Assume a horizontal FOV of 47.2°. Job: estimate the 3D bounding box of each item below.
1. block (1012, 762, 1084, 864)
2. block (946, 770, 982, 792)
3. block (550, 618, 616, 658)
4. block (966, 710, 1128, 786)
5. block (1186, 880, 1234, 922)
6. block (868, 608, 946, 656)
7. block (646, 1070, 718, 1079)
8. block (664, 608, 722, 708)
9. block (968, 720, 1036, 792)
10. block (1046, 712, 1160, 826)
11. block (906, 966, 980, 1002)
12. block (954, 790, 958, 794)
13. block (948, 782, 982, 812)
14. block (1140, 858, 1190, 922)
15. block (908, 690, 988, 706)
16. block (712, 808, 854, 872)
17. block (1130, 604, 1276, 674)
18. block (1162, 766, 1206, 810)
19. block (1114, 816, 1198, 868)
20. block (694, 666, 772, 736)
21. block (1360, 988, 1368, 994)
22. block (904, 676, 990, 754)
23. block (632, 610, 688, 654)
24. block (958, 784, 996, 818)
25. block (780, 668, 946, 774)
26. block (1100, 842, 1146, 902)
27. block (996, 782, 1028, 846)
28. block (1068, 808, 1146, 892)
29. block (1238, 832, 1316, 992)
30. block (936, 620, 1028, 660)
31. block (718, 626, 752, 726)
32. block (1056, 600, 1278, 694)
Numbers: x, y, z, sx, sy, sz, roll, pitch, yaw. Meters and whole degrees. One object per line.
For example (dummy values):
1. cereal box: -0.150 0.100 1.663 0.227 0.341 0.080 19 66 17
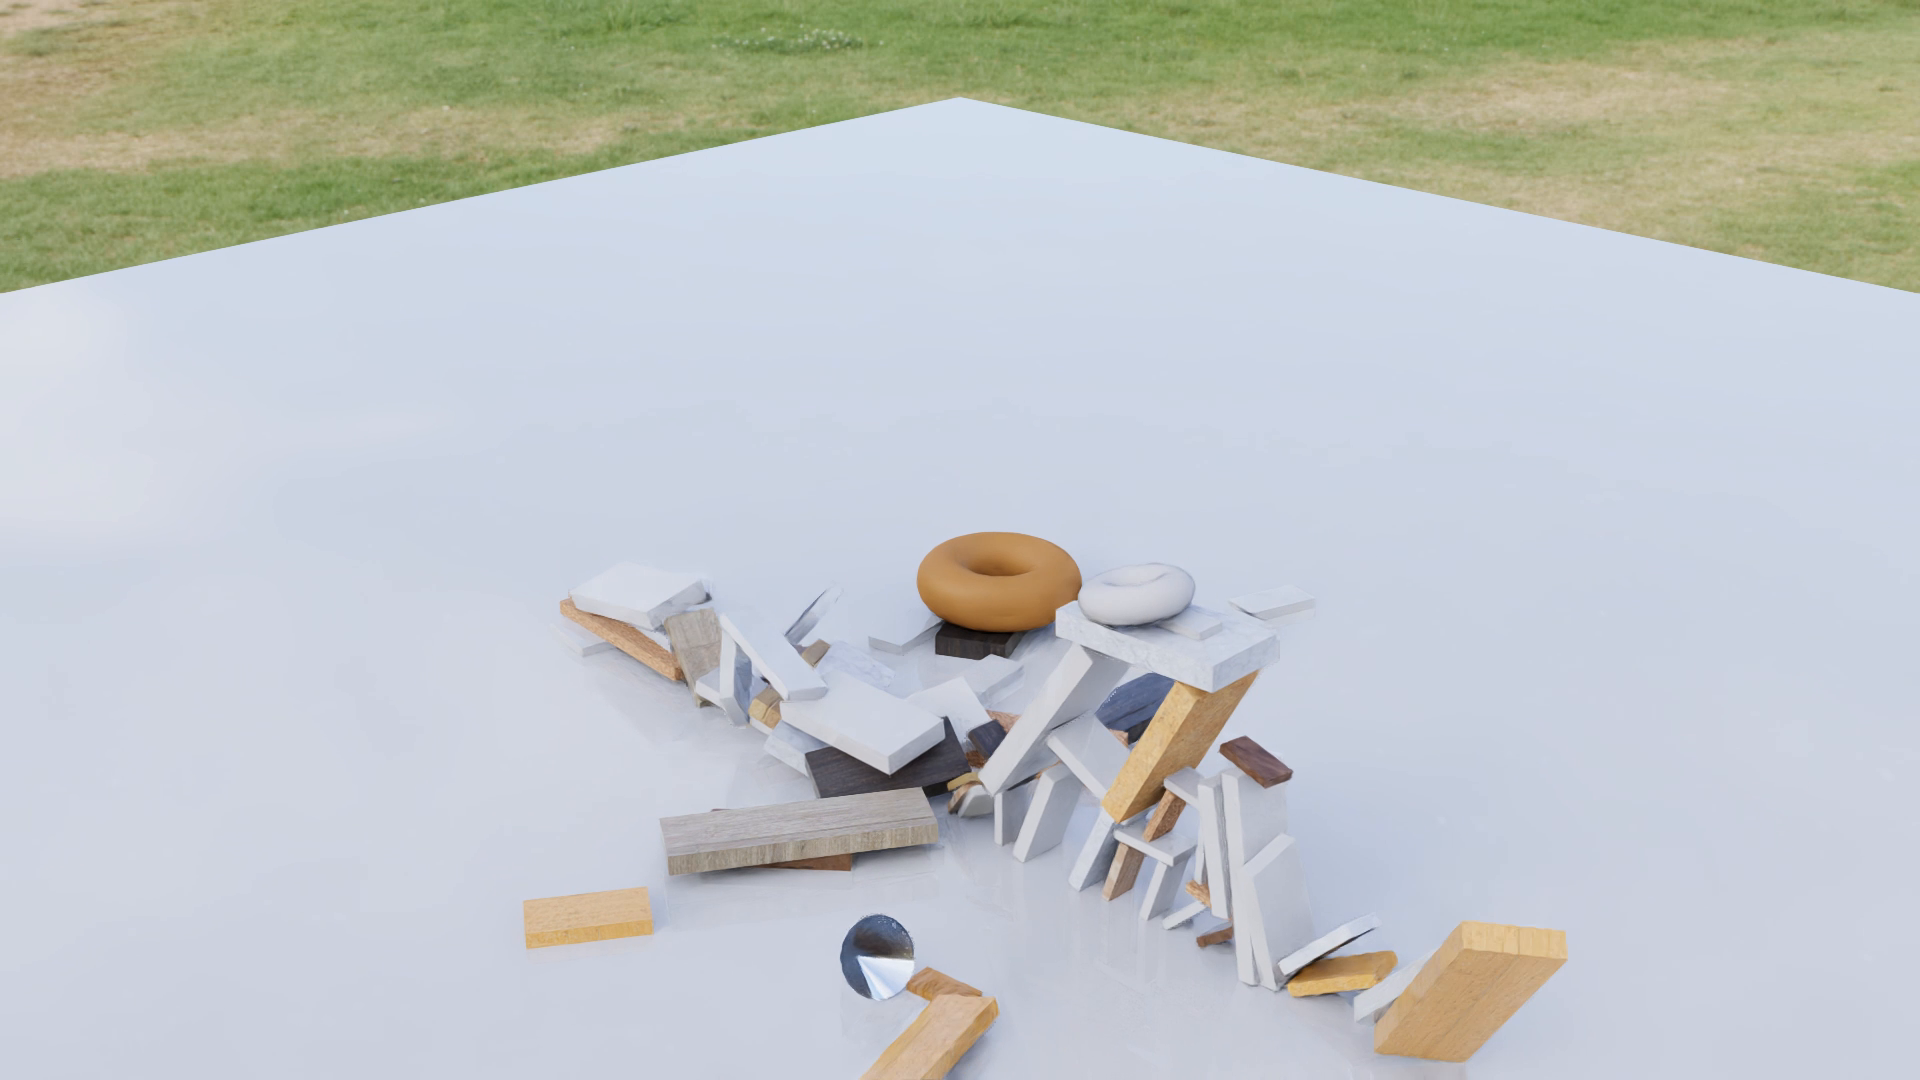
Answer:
1. block: 0.179 0.518 4.257 0.112 0.223 0.032 -22 52 -41
2. block: 0.023 0.480 4.403 0.062 0.017 0.123 -7 -13 -21
3. block: -0.892 0.225 5.200 0.087 0.025 0.175 -15 27 -32
4. block: 0.170 0.441 4.661 0.339 0.048 0.170 8 24 17
5. block: 0.477 0.645 3.962 0.065 0.018 0.130 -21 38 -39
6. block: -0.123 0.217 5.214 0.095 0.027 0.190 14 27 31
7. block: -0.443 0.935 3.516 0.115 0.033 0.230 -3 23 -7
8. block: -0.572 0.263 4.942 0.113 0.032 0.227 -12 61 -27
9. block: 0.083 0.421 4.314 0.070 0.020 0.140 -20 64 -39
10. block: 0.275 0.425 4.102 0.112 0.032 0.223 -22 57 -40
11. block: -0.030 0.793 3.870 0.121 0.017 0.061 18 29 35
12. block: 0.050 0.508 4.476 0.123 0.017 0.062 -11 -7 1
13. block: 0.021 0.515 4.412 0.062 0.123 0.017 -5 65 -19
14. block: 0.380 0.637 4.077 0.071 0.142 0.020 -21 48 -41
15. block: -0.040 0.358 4.821 0.185 0.026 0.093 -2 17 37
16. block: -0.353 0.588 4.321 0.295 0.042 0.148 2 23 4
17. block: 0.558 0.244 5.124 0.339 0.048 0.170 -19 30 -38
18. block: 0.435 0.455 3.949 0.066 0.019 0.131 -21 41 -40
19. block: 0.363 0.556 4.062 0.071 0.020 0.142 -21 31 -40
20. block: -0.456 0.350 4.821 0.227 0.032 0.113 28 33 21
21. block: 0.799 0.804 3.834 0.177 0.025 0.089 -5 24 -12
22. block: -0.096 0.407 4.599 0.310 0.044 0.155 -20 53 -20
23. block: -0.680 0.195 5.116 0.113 0.032 0.226 -16 28 -33
24. block: 0.045 0.519 4.387 0.070 0.140 0.020 -7 66 -16
25. block: -0.203 0.370 4.523 0.320 0.045 0.160 22 39 39
26. block: 0.314 0.611 4.139 0.071 0.142 0.020 -21 49 -41
27. block: 0.101 0.528 4.337 0.070 0.140 0.020 -20 30 -39
28. block: 0.286 0.563 4.155 0.112 0.223 0.032 -20 54 -39
29. block: 0.561 0.655 3.868 0.035 0.250 0.125 14 38 44
30. block: 0.075 0.191 5.248 0.170 0.048 0.339 7 24 16
31. block: -0.484 0.276 4.755 0.032 0.113 0.227 -9 52 10
32. block: 0.361 0.166 3.880 0.358 0.051 0.179 19 30 41
